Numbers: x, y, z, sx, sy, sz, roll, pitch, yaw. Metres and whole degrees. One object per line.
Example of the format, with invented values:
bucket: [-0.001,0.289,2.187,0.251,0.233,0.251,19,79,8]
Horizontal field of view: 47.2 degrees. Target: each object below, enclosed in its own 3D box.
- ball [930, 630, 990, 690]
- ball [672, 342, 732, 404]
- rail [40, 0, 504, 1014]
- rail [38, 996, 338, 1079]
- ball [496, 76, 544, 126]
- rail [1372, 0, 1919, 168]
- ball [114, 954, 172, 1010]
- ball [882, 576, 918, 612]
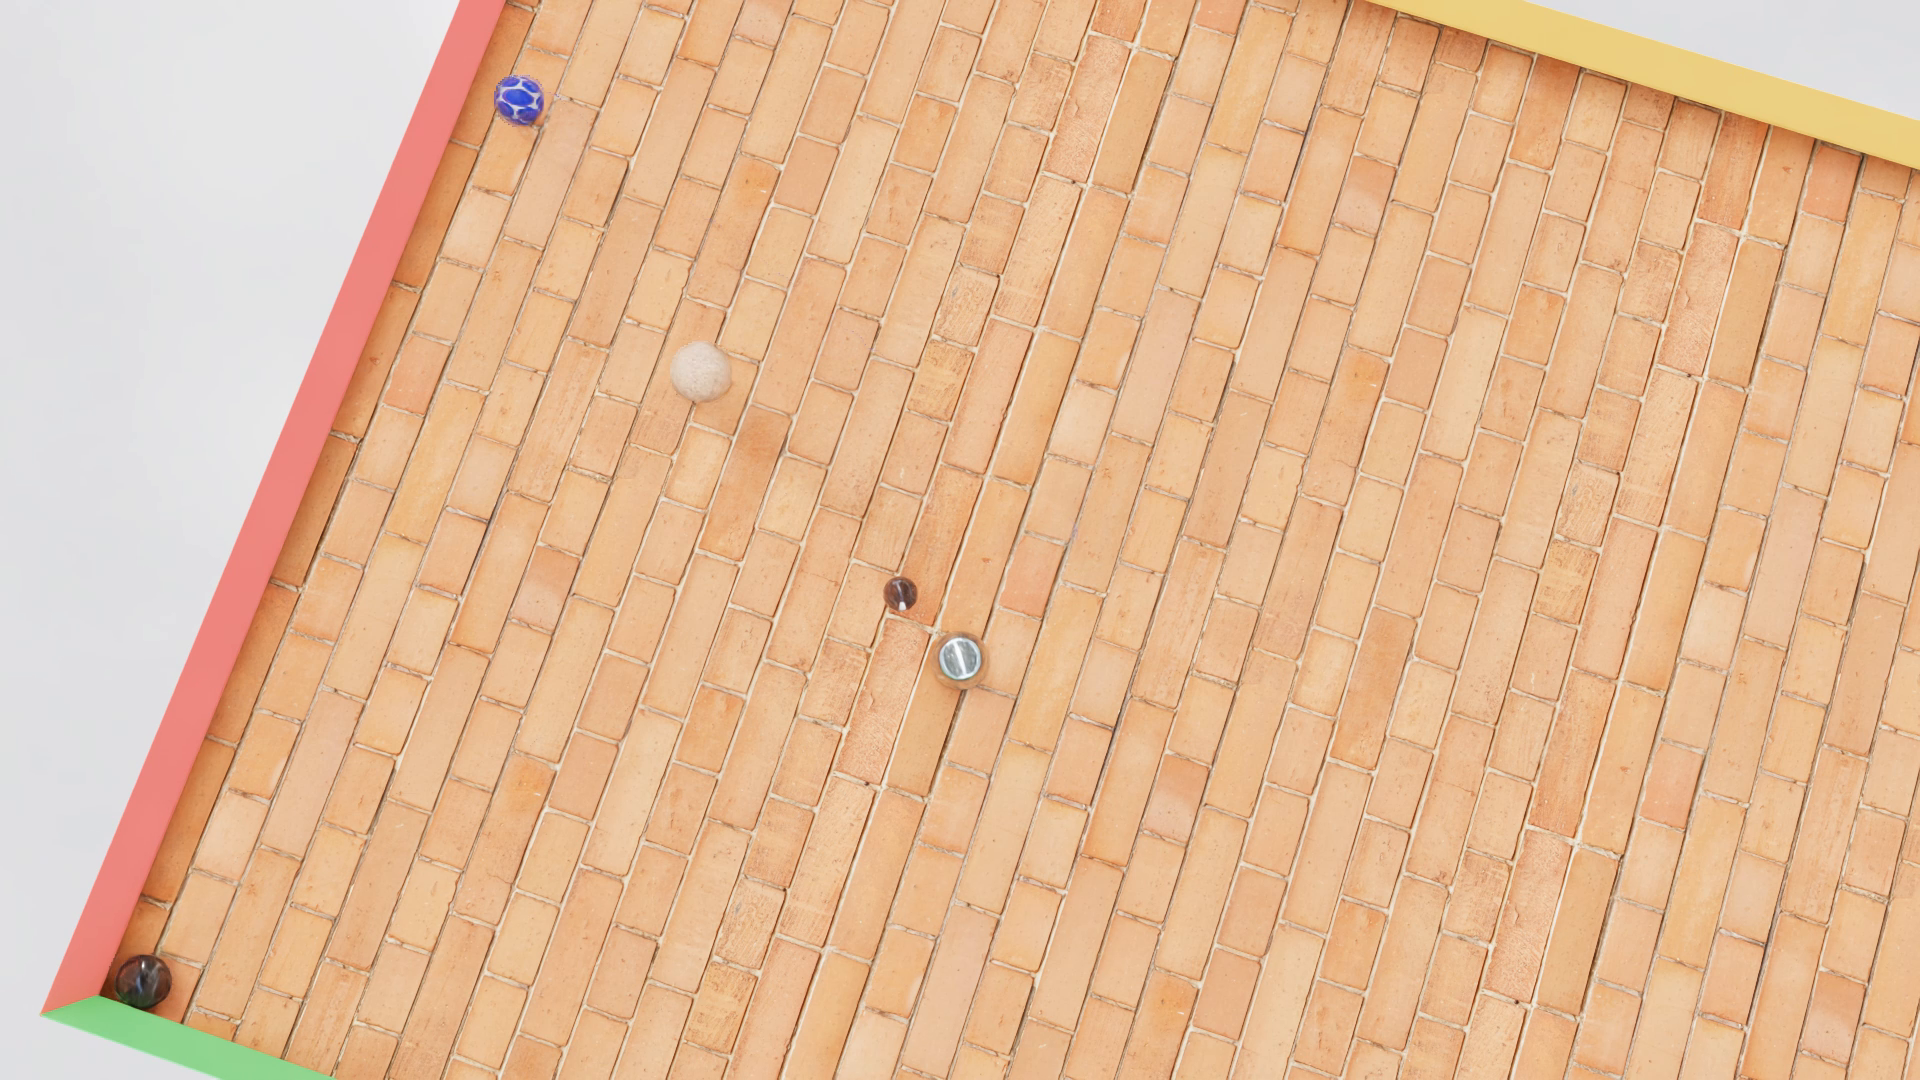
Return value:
ball: [0.000,0.178,3.261,0.088,0.088,0.088,0,78,0]
ball: [-0.393,-0.255,3.354,0.092,0.092,0.092,0,78,0]
rail: [-0.927,-0.308,3.350,0.045,0.119,2.145,18,78,4]
rail: [0.617,1.278,3.005,4.006,0.119,0.045,18,78,4]
ball: [-0.691,-0.691,3.457,0.076,0.076,0.076,0,78,0]
rail: [1.282,-0.666,3.428,4.006,0.119,0.045,18,78,4]
ball: [-1.176,0.637,3.167,0.079,0.079,0.079,0,78,0]
ball: [-0.089,0.081,3.300,0.054,0.054,0.054,0,78,0]
